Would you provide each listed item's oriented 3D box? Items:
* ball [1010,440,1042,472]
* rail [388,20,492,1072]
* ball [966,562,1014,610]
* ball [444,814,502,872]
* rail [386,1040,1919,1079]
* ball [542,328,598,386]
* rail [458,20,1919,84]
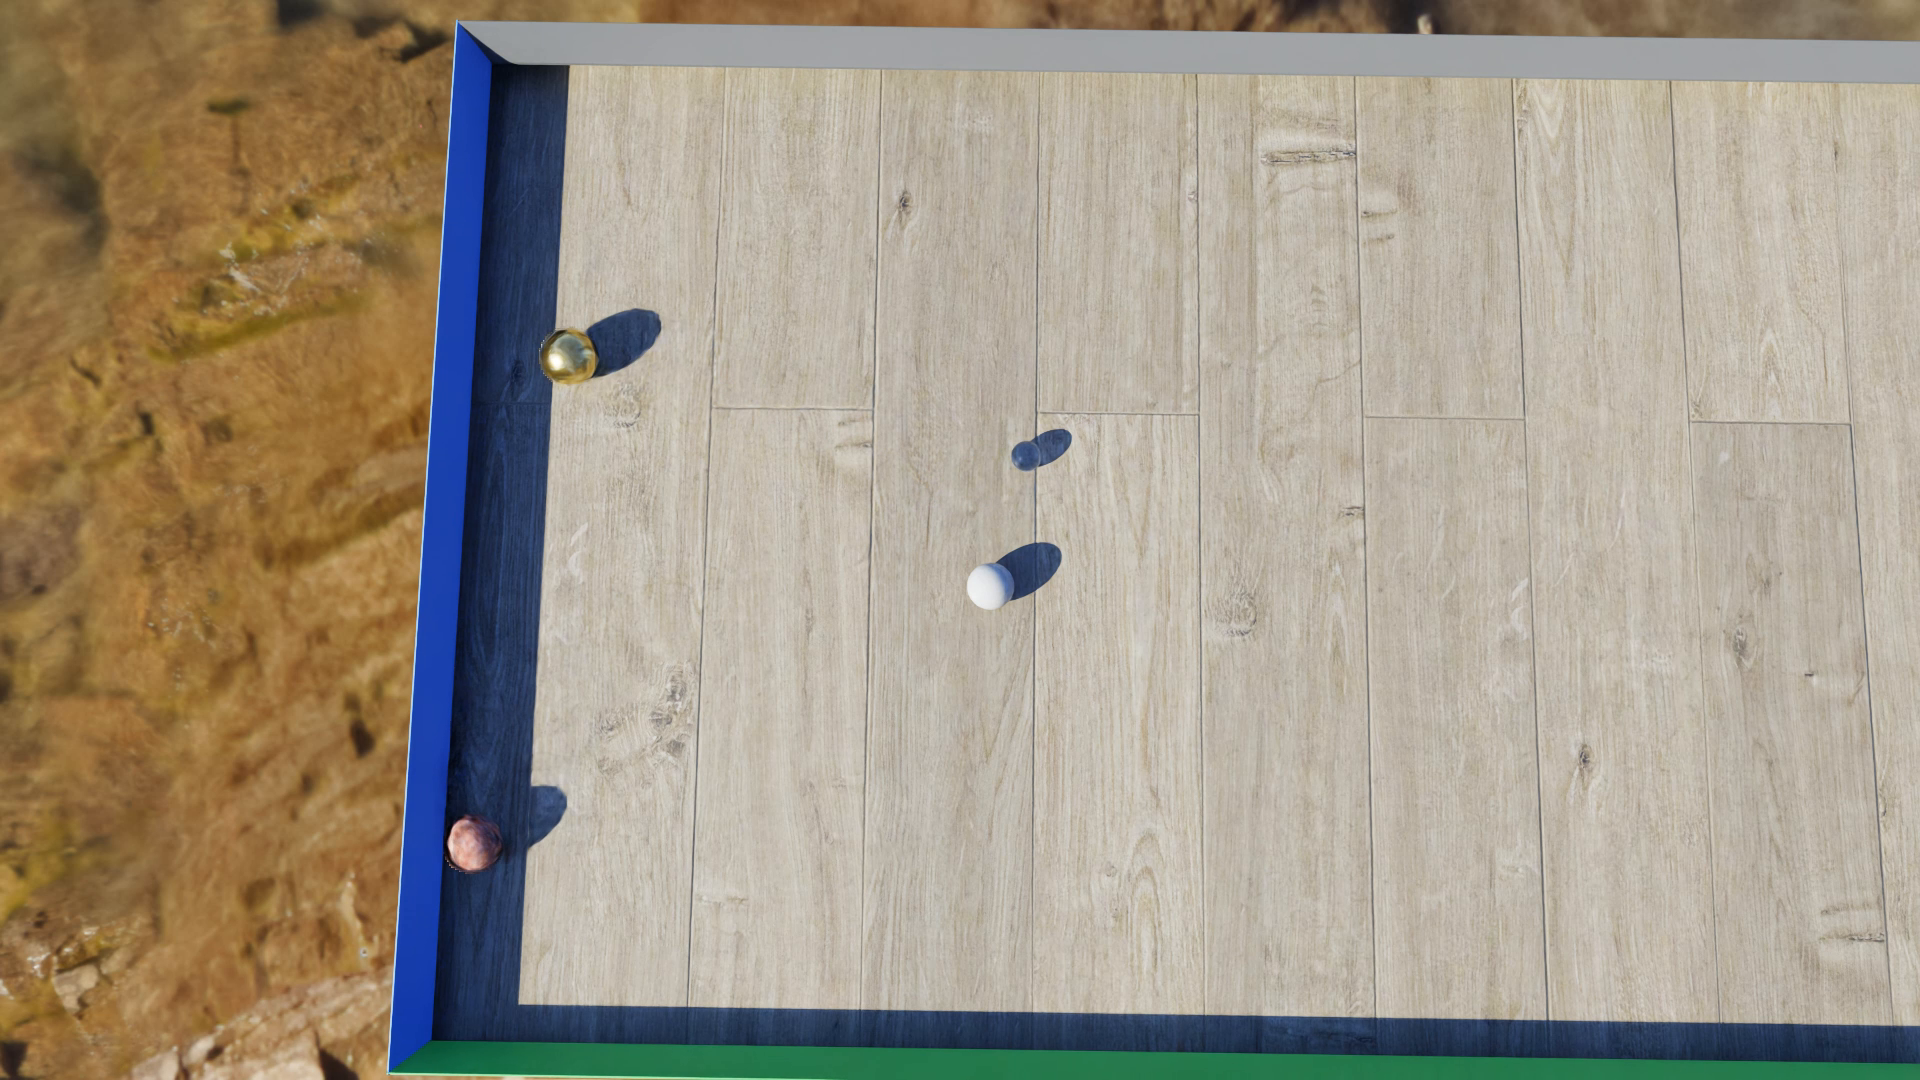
[{"bbox_3d":[0.101,-0.127,3.340,0.047,0.047,0.047,0,78,0],"label":"ball"},{"bbox_3d":[-0.765,-0.016,3.283,0.045,0.112,1.580,1,78,0],"label":"rail"},{"bbox_3d":[0.046,0.069,3.287,0.071,0.071,0.071,0,78,0],"label":"ball"},{"bbox_3d":[-0.709,0.441,3.204,0.084,0.084,0.084,0,78,0],"label":"ball"},{"bbox_3d":[0.777,0.758,3.123,3.154,0.112,0.045,1,78,0],"label":"rail"},{"bbox_3d":[-0.594,-0.279,3.351,0.086,0.086,0.086,0,78,0],"label":"ball"},{"bbox_3d":[0.800,-0.743,3.432,3.154,0.112,0.045,1,78,0],"label":"rail"}]
